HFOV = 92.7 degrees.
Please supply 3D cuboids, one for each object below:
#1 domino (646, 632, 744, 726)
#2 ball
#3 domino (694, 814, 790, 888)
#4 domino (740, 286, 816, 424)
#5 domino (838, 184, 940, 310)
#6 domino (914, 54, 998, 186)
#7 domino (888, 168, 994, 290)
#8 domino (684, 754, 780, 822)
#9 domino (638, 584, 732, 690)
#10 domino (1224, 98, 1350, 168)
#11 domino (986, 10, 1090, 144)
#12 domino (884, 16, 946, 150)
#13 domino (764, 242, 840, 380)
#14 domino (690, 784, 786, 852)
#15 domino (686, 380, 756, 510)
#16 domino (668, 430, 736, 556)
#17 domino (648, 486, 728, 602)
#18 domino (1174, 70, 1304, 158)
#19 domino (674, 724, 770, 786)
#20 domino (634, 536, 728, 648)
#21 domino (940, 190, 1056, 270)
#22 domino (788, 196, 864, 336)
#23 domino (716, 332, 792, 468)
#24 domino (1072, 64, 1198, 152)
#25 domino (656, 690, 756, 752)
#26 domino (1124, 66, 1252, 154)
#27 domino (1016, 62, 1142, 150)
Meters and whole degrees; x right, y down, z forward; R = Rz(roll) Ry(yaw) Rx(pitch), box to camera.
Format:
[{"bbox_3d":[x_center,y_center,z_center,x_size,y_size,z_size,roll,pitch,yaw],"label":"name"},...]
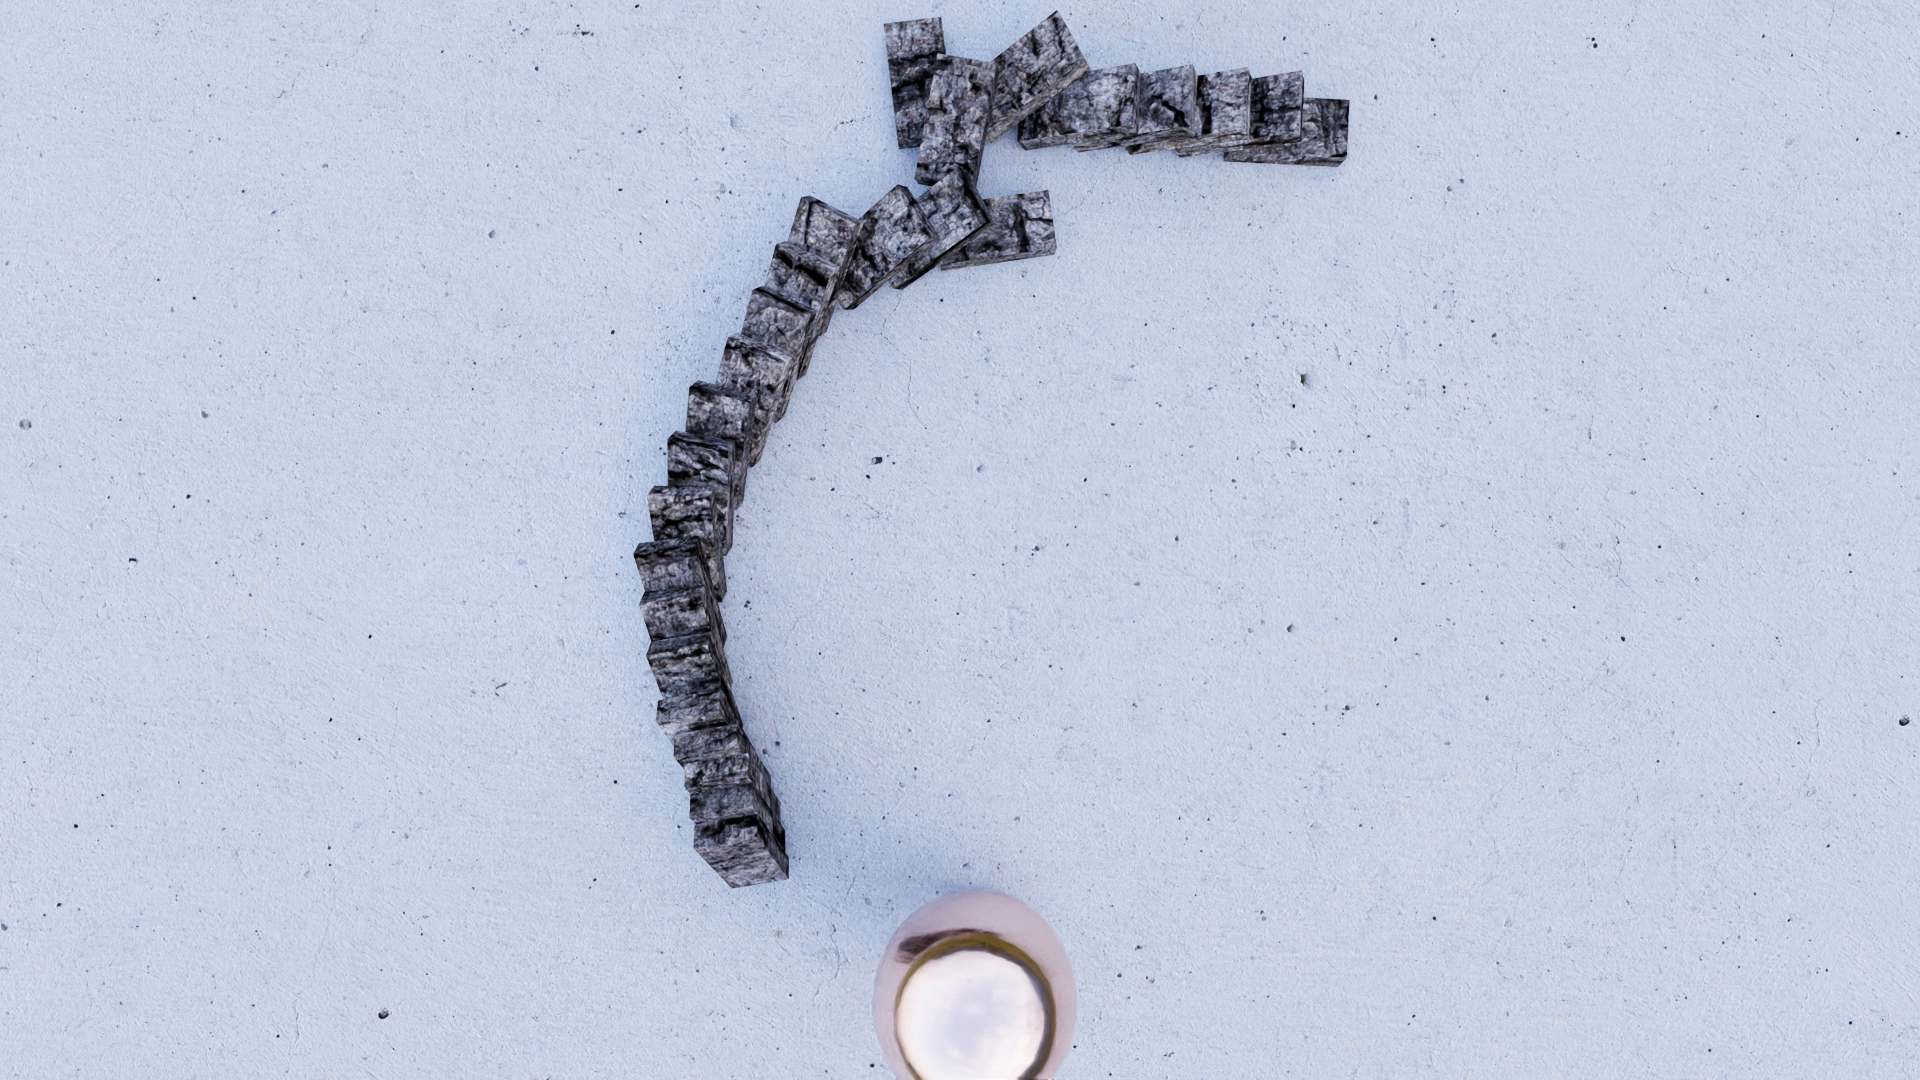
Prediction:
[{"bbox_3d":[-0.110,0.063,0.384,0.025,0.009,0.050,-10,119,0],"label":"domino"},{"bbox_3d":[0.005,0.180,0.360,0.080,0.080,0.080,0,90,0],"label":"ball"},{"bbox_3d":[-0.089,0.129,0.378,0.025,0.050,0.010,-10,52,0],"label":"domino"},{"bbox_3d":[-0.080,-0.077,0.384,0.025,0.010,0.050,25,118,2],"label":"domino"},{"bbox_3d":[-0.036,-0.122,0.385,0.050,0.009,0.025,-33,90,25],"label":"domino"},{"bbox_3d":[-0.001,-0.174,0.384,0.025,0.010,0.050,13,99,6],"label":"domino"},{"bbox_3d":[-0.013,-0.130,0.385,0.050,0.009,0.025,-28,89,25],"label":"domino"},{"bbox_3d":[-0.093,0.105,0.378,0.025,0.050,0.010,-10,52,0],"label":"domino"},{"bbox_3d":[-0.114,0.044,0.384,0.025,0.009,0.050,-7,118,0],"label":"domino"},{"bbox_3d":[0.141,-0.176,0.395,0.050,0.010,0.025,3,90,0],"label":"domino"},{"bbox_3d":[0.027,-0.194,0.385,0.050,0.010,0.025,-29,81,22],"label":"domino"},{"bbox_3d":[-0.017,-0.197,0.395,0.025,0.010,0.050,-7,90,0],"label":"domino"},{"bbox_3d":[-0.070,-0.095,0.383,0.025,0.009,0.050,25,118,3],"label":"domino"},{"bbox_3d":[-0.091,0.117,0.378,0.025,0.050,0.009,-10,52,0],"label":"domino"},{"bbox_3d":[-0.102,-0.039,0.384,0.025,0.010,0.050,15,119,0],"label":"domino"},{"bbox_3d":[-0.108,-0.019,0.384,0.025,0.010,0.050,9,119,0],"label":"domino"},{"bbox_3d":[-0.114,0.002,0.384,0.025,0.009,0.050,1,118,0],"label":"domino"},{"bbox_3d":[0.117,-0.178,0.385,0.050,0.010,0.025,3,90,26],"label":"domino"},{"bbox_3d":[-0.097,0.093,0.378,0.025,0.050,0.009,-10,52,0],"label":"domino"},{"bbox_3d":[-0.117,0.024,0.384,0.025,0.009,0.050,-7,118,0],"label":"domino"},{"bbox_3d":[0.015,-0.133,0.395,0.050,0.009,0.025,-8,90,0],"label":"domino"},{"bbox_3d":[-0.061,-0.114,0.383,0.025,0.009,0.050,27,118,3],"label":"domino"},{"bbox_3d":[-0.090,-0.058,0.384,0.025,0.009,0.050,25,118,0],"label":"domino"},{"bbox_3d":[0.073,-0.181,0.385,0.050,0.010,0.025,3,90,26],"label":"domino"},{"bbox_3d":[-0.104,0.081,0.378,0.025,0.050,0.010,-10,49,0],"label":"domino"},{"bbox_3d":[0.095,-0.179,0.385,0.050,0.010,0.025,3,90,26],"label":"domino"},{"bbox_3d":[0.050,-0.181,0.385,0.050,0.009,0.025,3,90,25],"label":"domino"}]
